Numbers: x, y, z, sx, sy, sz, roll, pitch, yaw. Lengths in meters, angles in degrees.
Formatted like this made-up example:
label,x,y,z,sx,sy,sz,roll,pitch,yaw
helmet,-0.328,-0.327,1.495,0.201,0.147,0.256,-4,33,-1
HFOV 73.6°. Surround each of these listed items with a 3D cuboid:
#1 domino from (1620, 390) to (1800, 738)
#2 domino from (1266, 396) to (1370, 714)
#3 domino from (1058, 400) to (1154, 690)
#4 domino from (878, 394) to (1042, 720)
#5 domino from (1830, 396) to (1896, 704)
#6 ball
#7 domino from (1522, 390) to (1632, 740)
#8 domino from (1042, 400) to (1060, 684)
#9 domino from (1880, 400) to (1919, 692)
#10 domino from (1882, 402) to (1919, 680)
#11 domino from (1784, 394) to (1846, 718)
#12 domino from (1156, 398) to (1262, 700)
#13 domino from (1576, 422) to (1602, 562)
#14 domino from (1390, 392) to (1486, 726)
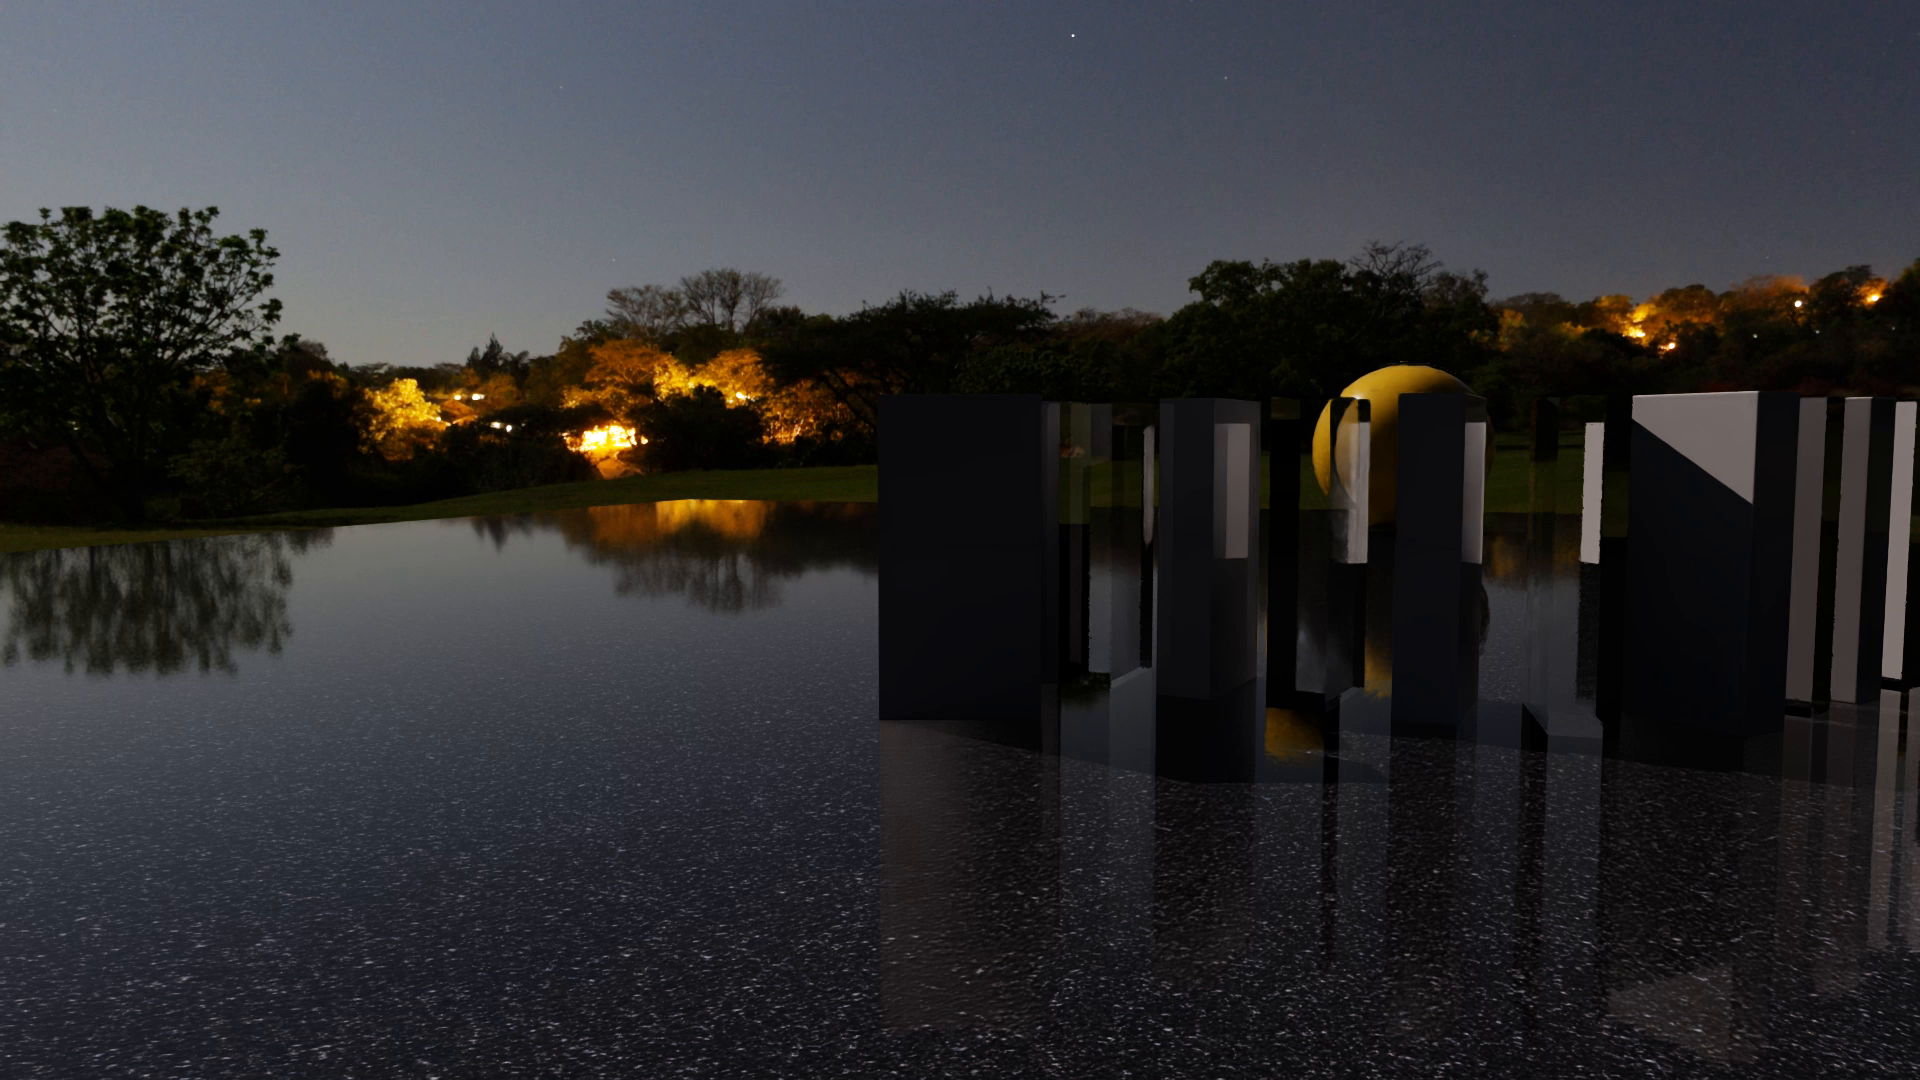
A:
label,x,y,z,sx,sy,sz,roll,pitch,yaw
domino,0.113,0.003,0.198,0.010,0.050,0.025,-2,5,-26
domino,0.060,0.002,0.214,0.009,0.050,0.025,3,5,31
domino,0.027,0.000,0.233,0.010,0.050,0.025,2,5,25
domino,0.000,0.002,0.201,0.025,0.050,0.009,0,4,0
domino,0.143,0.001,0.220,0.010,0.050,0.025,-3,5,-35
ball,0.211,-0.043,0.609,0.080,0.080,0.080,0,4,0
domino,0.094,0.003,0.197,0.009,0.050,0.025,1,4,16
domino,0.009,0.000,0.236,0.009,0.050,0.025,-2,5,-27
domino,0.159,0.000,0.232,0.009,0.050,0.025,-3,5,-34
domino,0.175,0.000,0.240,0.009,0.050,0.025,-1,4,-18
domino,0.127,0.002,0.210,0.009,0.050,0.025,-4,6,-41
domino,0.044,0.001,0.224,0.010,0.050,0.025,3,5,30
domino,0.240,-0.018,0.469,0.025,0.050,0.009,-1,4,-12
domino,0.077,0.002,0.204,0.010,0.050,0.025,2,5,29
